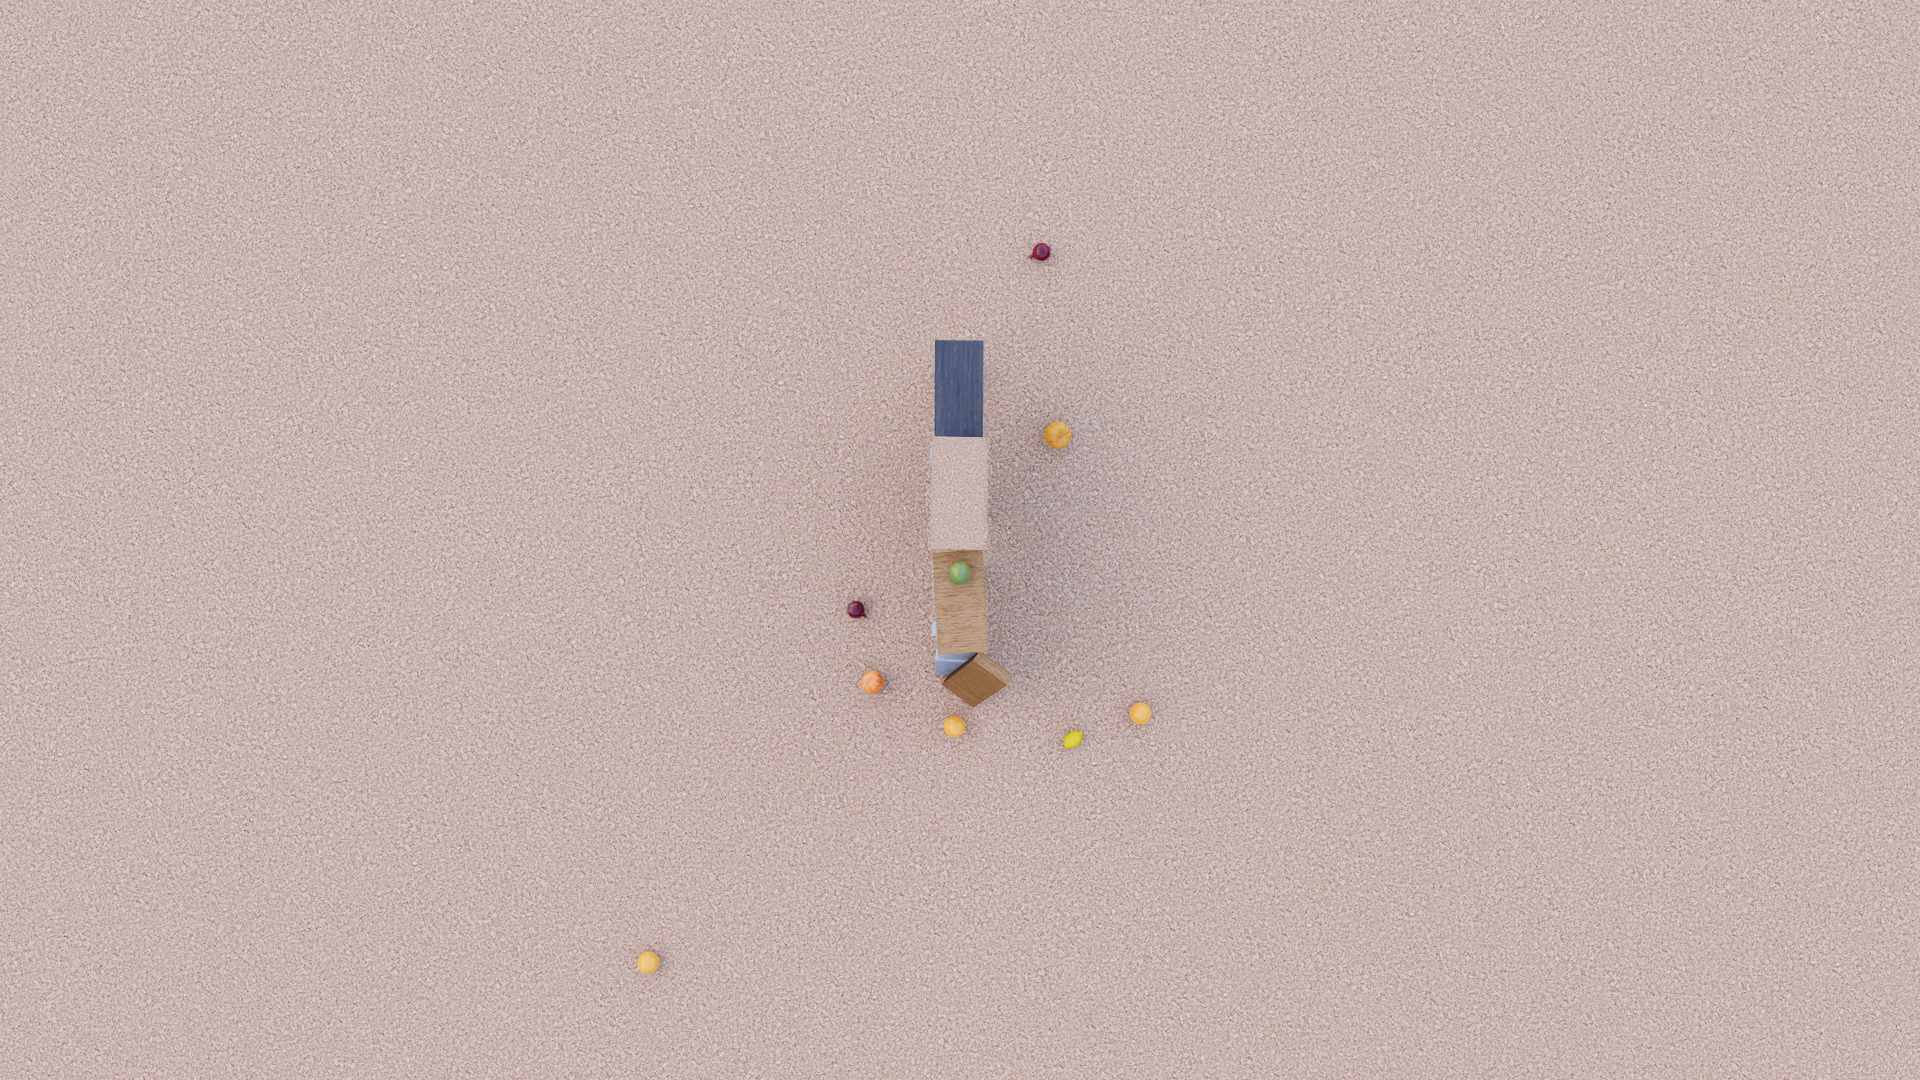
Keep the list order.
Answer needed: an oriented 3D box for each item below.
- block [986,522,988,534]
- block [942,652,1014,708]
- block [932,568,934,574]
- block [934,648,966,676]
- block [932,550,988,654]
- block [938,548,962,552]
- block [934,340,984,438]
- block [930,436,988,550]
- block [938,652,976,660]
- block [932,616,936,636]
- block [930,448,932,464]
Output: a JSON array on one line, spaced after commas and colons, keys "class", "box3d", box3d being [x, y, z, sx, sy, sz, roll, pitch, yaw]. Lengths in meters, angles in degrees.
[{"class": "block", "box3d": [-0.002, -0.030, 5.015, 0.164, 0.328, 0.046, 2, 90, 0]}, {"class": "block", "box3d": [0.052, 0.447, 5.257, 0.130, 0.495, 0.037, 37, 72, -2]}, {"class": "block", "box3d": [-0.007, 0.079, 5.029, 0.149, 0.299, 0.042, 1, 89, 0]}, {"class": "block", "box3d": [-0.015, 0.402, 5.370, 0.130, 0.260, 0.037, 5, 75, 0]}, {"class": "block", "box3d": [0.001, 0.182, 4.857, 0.149, 0.042, 0.299, -3, 90, 0]}, {"class": "block", "box3d": [-0.002, 0.015, 5.198, 0.141, 0.040, 0.282, 0, 90, 0]}, {"class": "block", "box3d": [-0.003, -0.449, 4.919, 0.145, 0.041, 0.290, 0, 90, 0]}, {"class": "block", "box3d": [-0.002, -0.136, 4.828, 0.164, 0.046, 0.328, 1, 90, 0]}, {"class": "block", "box3d": [-0.003, 0.337, 5.117, 0.130, 0.260, 0.037, 1, 78, -1]}, {"class": "block", "box3d": [-0.008, 0.267, 5.071, 0.149, 0.385, 0.042, 3, 90, 0]}, {"class": "block", "box3d": [-0.004, -0.247, 5.040, 0.164, 0.379, 0.046, 0, 90, 0]}]
